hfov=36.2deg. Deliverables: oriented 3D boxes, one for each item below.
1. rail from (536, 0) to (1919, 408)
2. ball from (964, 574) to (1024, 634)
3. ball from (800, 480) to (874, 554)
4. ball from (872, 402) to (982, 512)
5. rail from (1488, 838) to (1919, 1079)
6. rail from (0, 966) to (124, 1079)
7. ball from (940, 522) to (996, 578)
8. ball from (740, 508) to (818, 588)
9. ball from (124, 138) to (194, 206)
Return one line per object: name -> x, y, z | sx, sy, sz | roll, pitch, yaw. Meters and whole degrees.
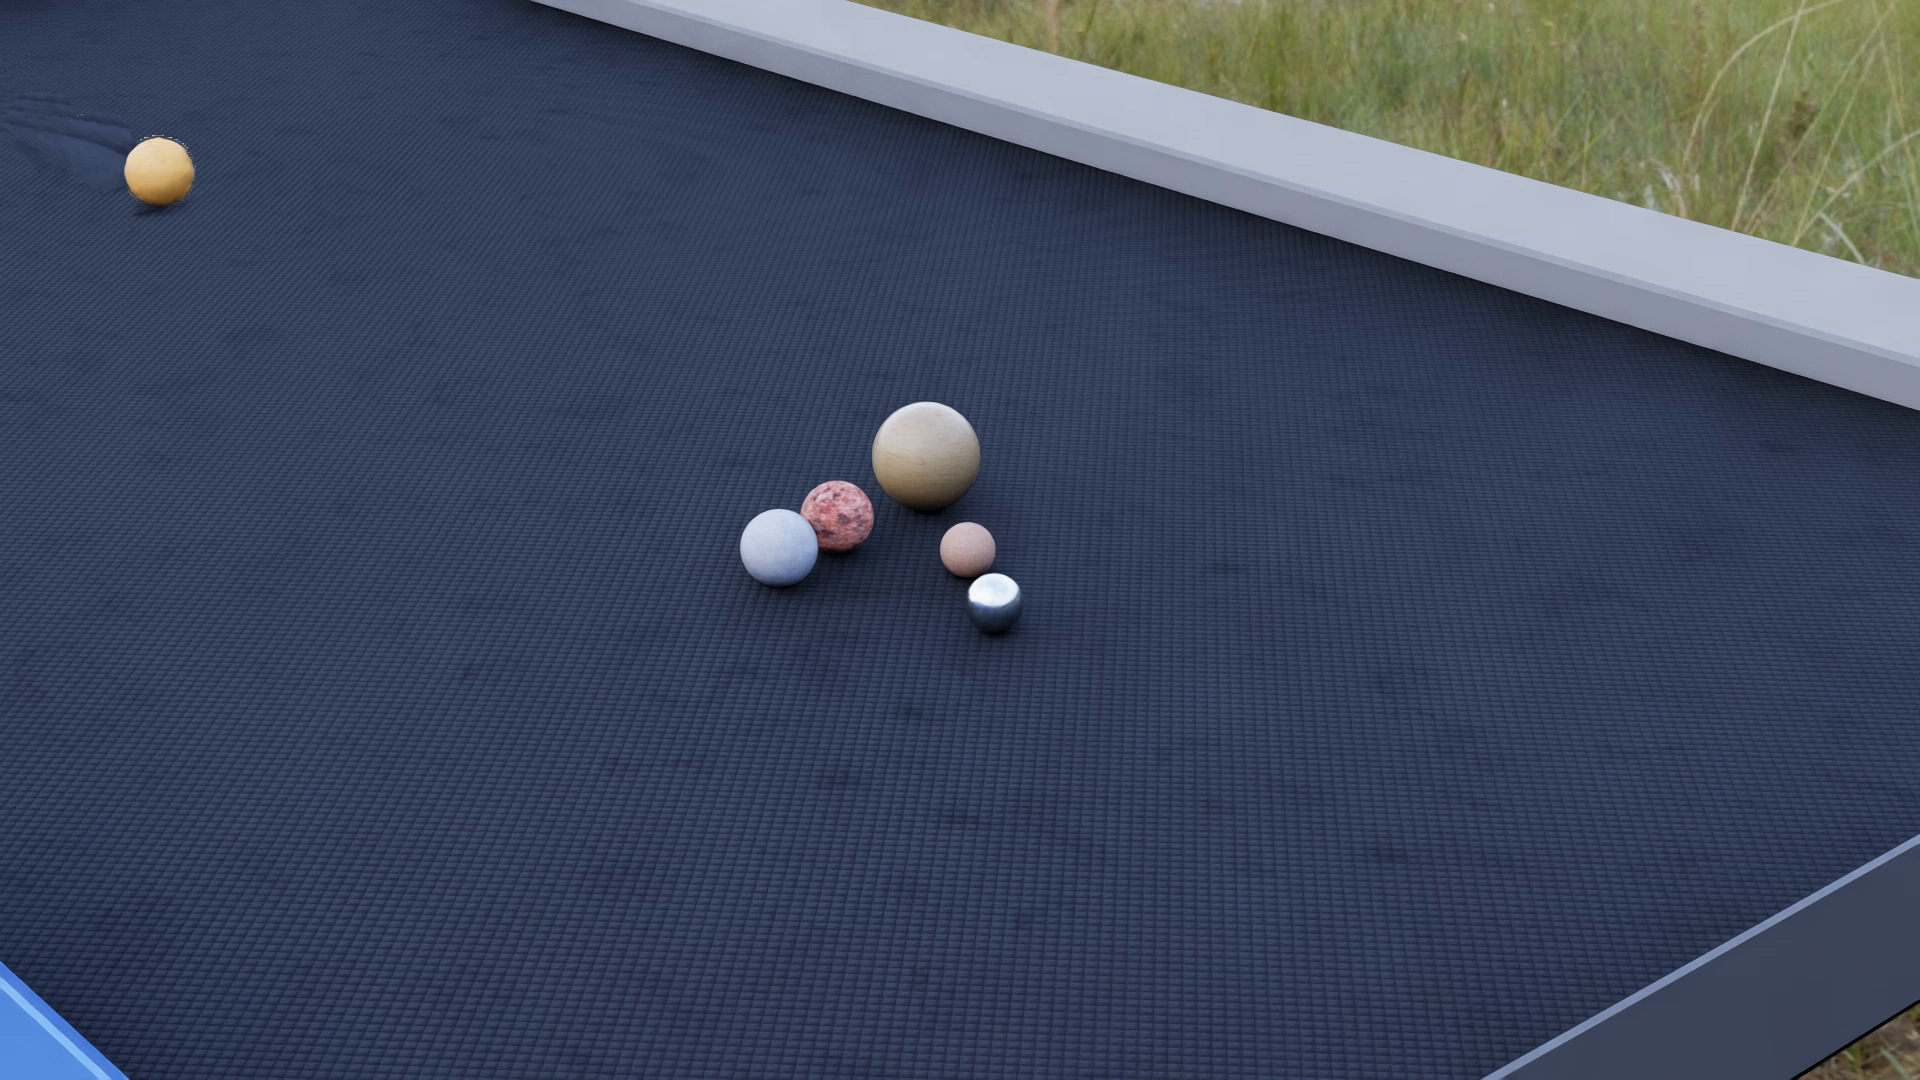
rail -> 0.117, -0.522, 3.589 | 0.045, 0.124, 3.568 | -18, 29, -37
ball -> 0.027, 0.050, 2.319 | 0.048, 0.048, 0.048 | 0, 23, 0
ball -> -0.103, -0.019, 2.465 | 0.062, 0.062, 0.062 | 0, 23, 0
ball -> -0.029, -0.072, 2.551 | 0.095, 0.095, 0.095 | 0, 23, 0
rail -> 0.568, 0.224, 1.801 | 1.901, 0.124, 0.045 | -18, 29, -37
rail -> -1.284, -0.055, 2.469 | 0.045, 0.124, 3.568 | -18, 29, -37
ball -> 0.006, 0.008, 2.421 | 0.046, 0.046, 0.046 | 0, 23, 0
ball -> -0.148, 0.007, 2.402 | 0.064, 0.064, 0.064 | 0, 23, 0
ball -> -0.932, -0.429, 3.426 | 0.078, 0.078, 0.078 | 0, 23, 0
